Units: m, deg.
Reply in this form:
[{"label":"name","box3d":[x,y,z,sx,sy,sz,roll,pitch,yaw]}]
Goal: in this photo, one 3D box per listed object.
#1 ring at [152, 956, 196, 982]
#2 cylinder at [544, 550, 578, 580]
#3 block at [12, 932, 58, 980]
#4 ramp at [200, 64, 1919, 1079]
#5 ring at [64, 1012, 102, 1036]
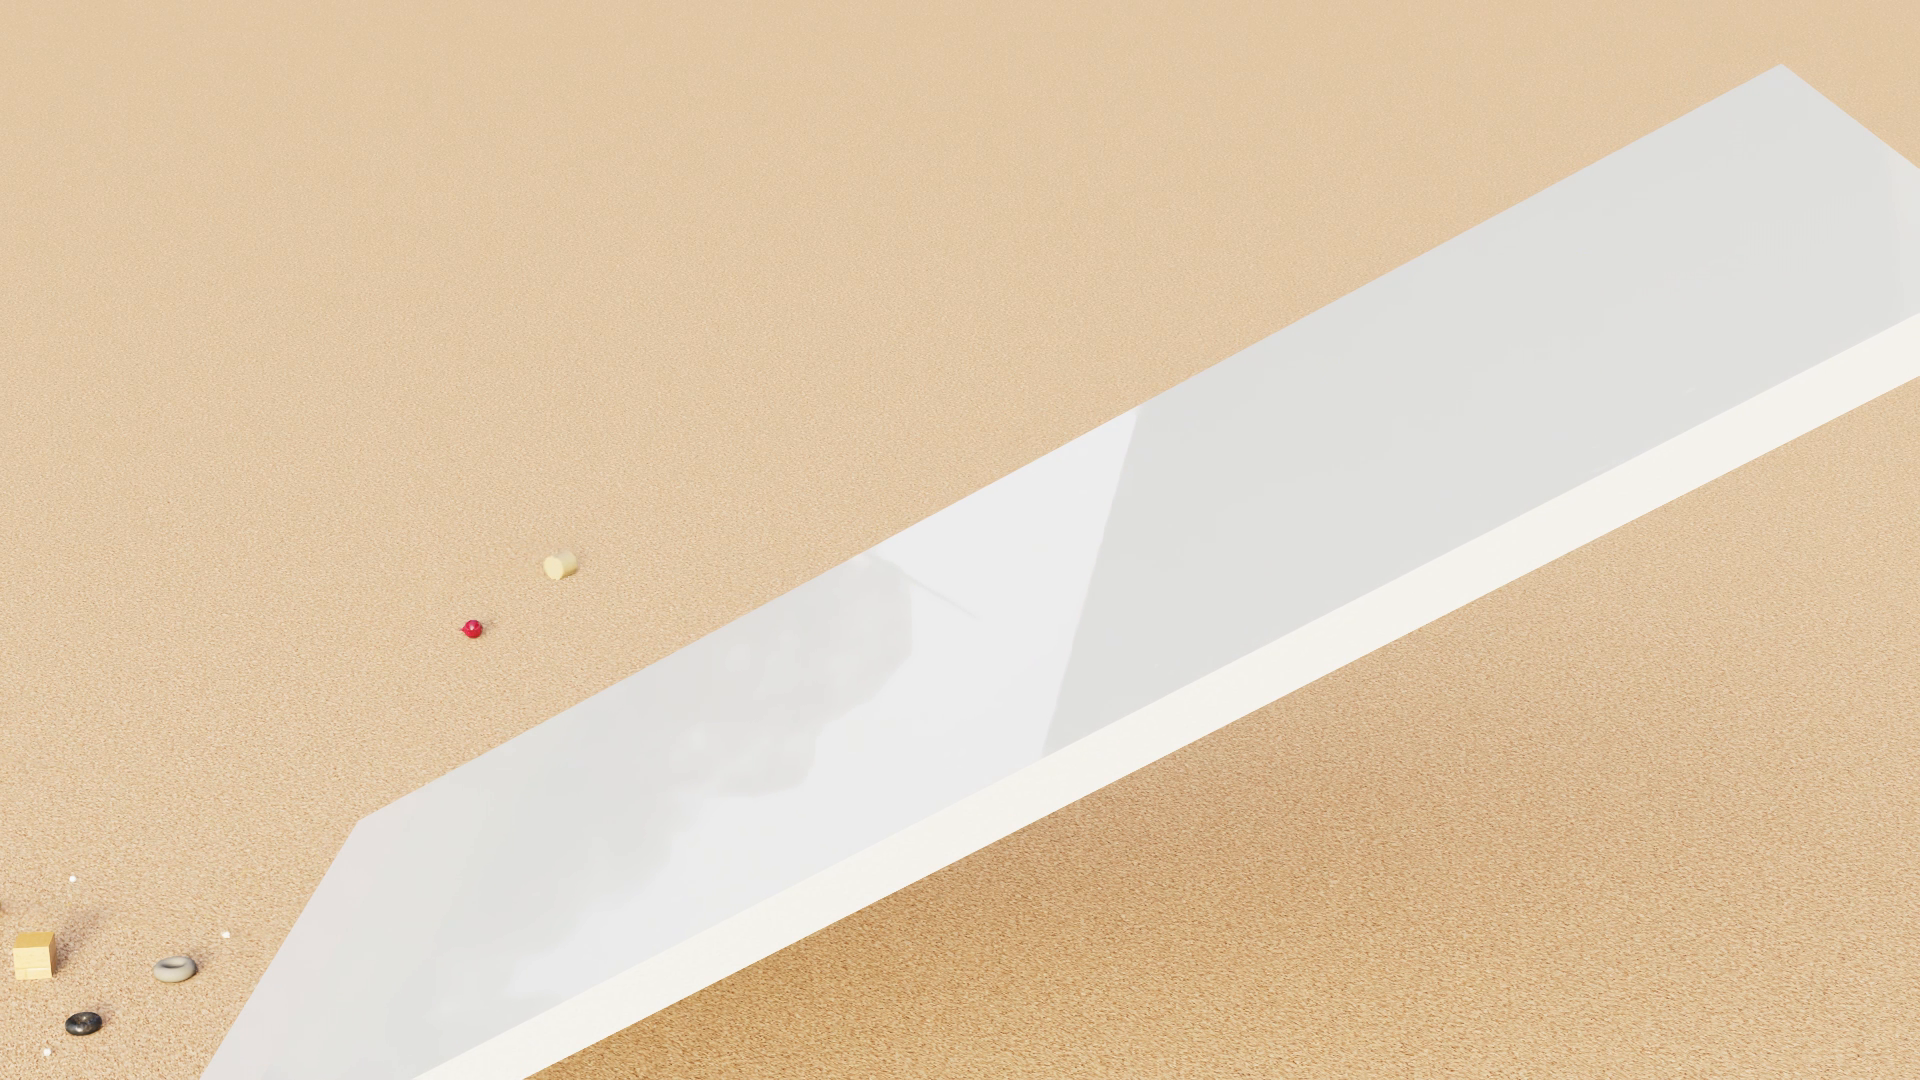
[{"label":"ring","box3d":[-1.861,1.018,6.972,0.101,0.034,0.101,0,17,0]},{"label":"cylinder","box3d":[-1.319,0.082,9.720,0.080,0.080,0.080,10,21,28]},{"label":"block","box3d":[-2.196,0.987,6.987,0.082,0.082,0.082,-2,18,-6]},{"label":"ramp","box3d":[0.142,0.168,6.284,4.000,0.100,2.000,-28,15,12]},{"label":"ring","box3d":[-2.003,1.105,6.719,0.083,0.028,0.083,0,20,0]}]
